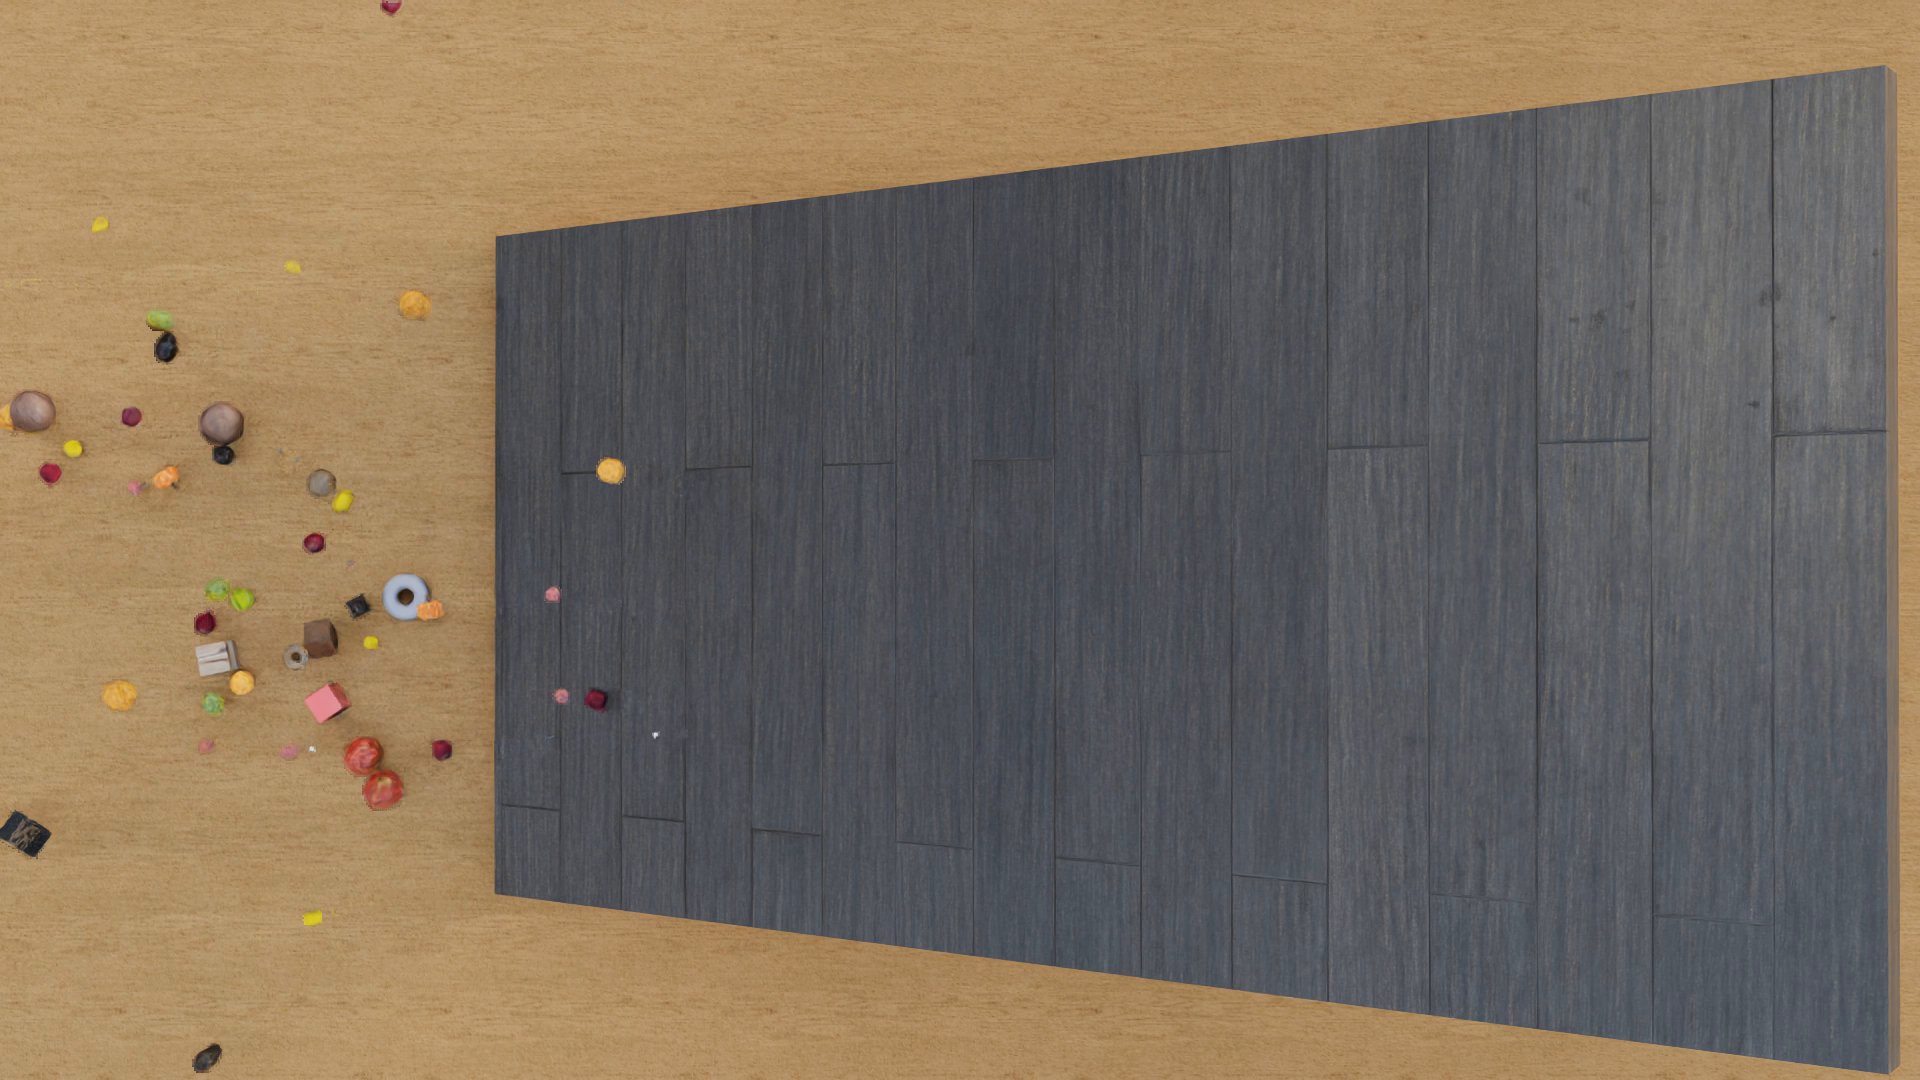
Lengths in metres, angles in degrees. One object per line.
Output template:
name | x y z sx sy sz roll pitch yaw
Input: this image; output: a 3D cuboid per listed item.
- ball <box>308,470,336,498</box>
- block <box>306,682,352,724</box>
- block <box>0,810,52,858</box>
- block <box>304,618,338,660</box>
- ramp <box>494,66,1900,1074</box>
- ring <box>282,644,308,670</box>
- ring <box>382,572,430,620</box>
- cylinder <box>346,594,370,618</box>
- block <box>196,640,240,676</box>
ball | -1.952 -0.174 6.729 0.086 0.086 0.086 0 90 0
block | -1.931 0.498 6.722 0.085 0.085 0.085 -33 90 3
block | -2.842 0.893 6.681 0.090 0.090 0.090 21 68 27
block | -1.943 0.301 6.682 0.080 0.080 0.080 -11 54 -4
ramp | 0.240 0.067 5.563 4.000 0.100 2.000 0 89 36
ring | -2.041 0.359 6.754 0.080 0.027 0.080 0 88 0
ring | -1.699 0.174 6.745 0.146 0.049 0.146 0 91 0
cylinder | -1.843 0.202 6.738 0.055 0.055 0.055 -27 96 0
block | -2.268 0.361 6.722 0.091 0.091 0.091 -12 90 0
